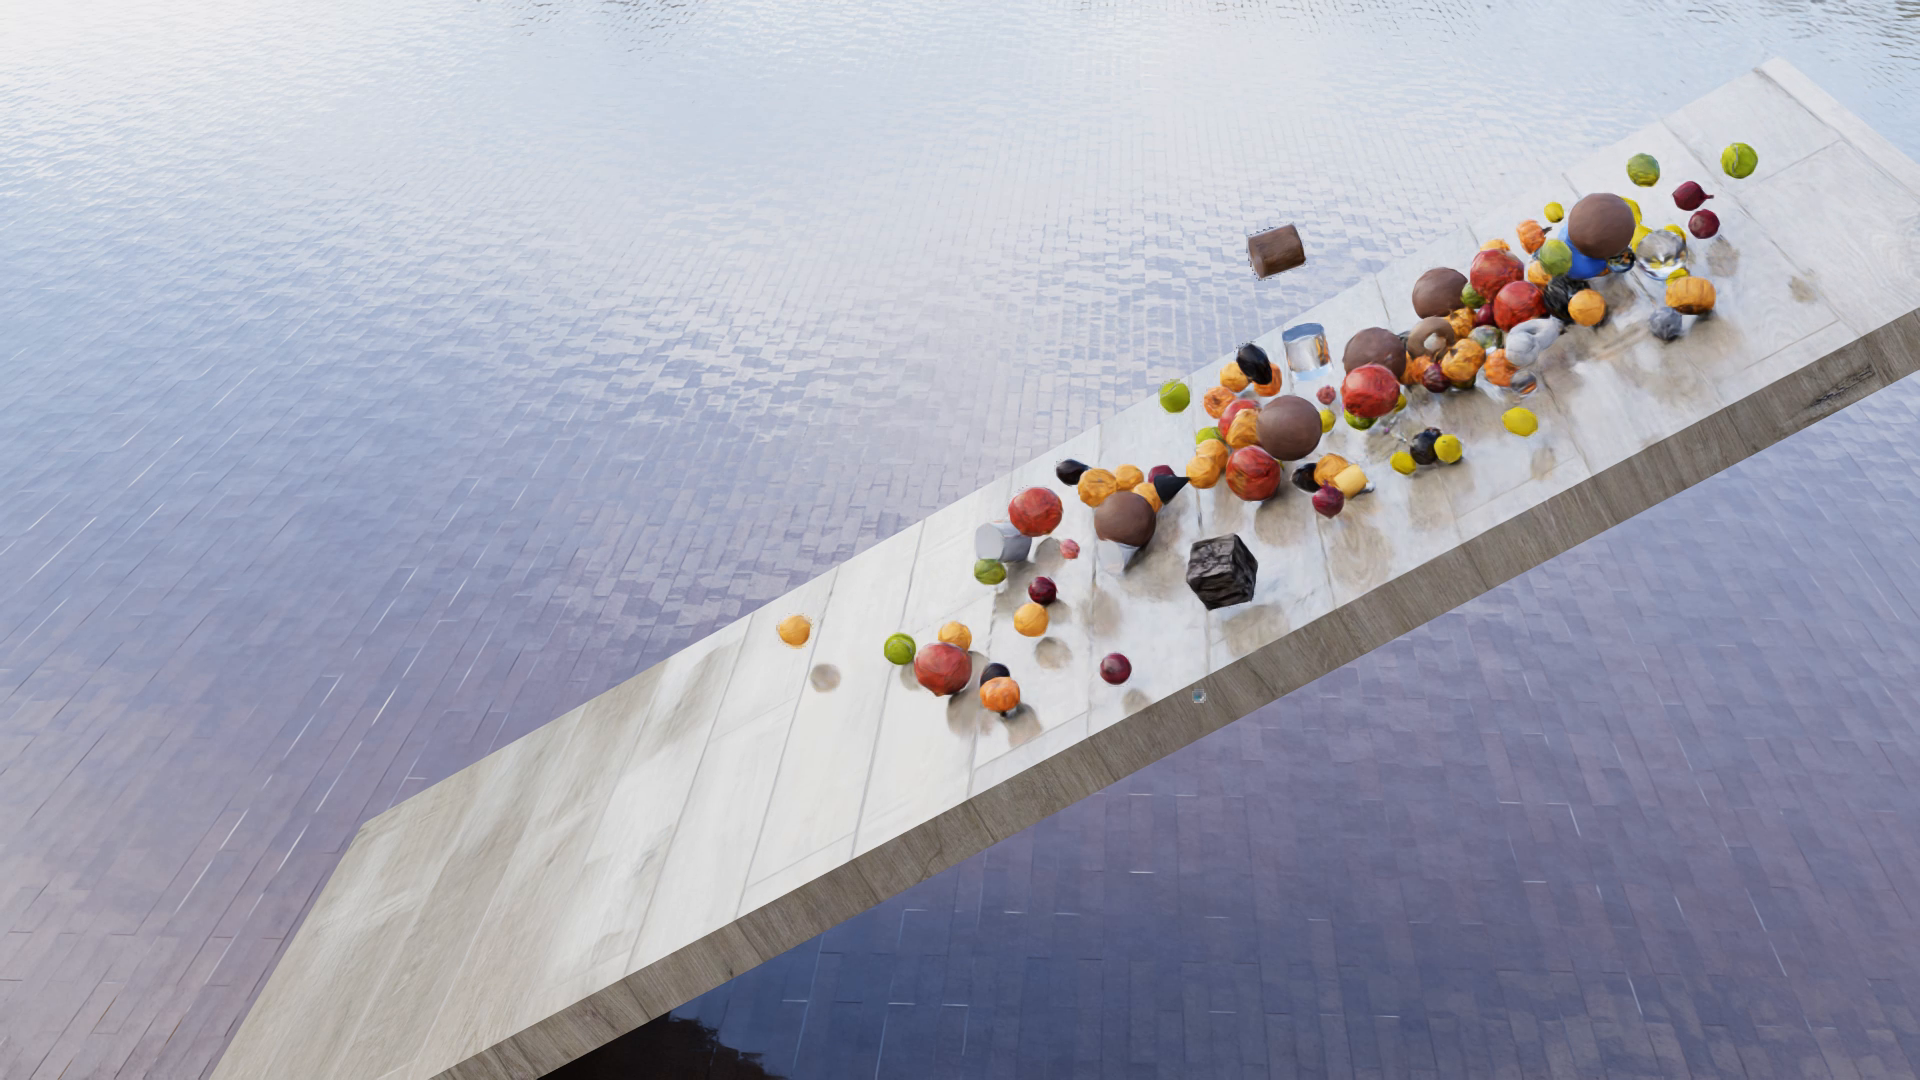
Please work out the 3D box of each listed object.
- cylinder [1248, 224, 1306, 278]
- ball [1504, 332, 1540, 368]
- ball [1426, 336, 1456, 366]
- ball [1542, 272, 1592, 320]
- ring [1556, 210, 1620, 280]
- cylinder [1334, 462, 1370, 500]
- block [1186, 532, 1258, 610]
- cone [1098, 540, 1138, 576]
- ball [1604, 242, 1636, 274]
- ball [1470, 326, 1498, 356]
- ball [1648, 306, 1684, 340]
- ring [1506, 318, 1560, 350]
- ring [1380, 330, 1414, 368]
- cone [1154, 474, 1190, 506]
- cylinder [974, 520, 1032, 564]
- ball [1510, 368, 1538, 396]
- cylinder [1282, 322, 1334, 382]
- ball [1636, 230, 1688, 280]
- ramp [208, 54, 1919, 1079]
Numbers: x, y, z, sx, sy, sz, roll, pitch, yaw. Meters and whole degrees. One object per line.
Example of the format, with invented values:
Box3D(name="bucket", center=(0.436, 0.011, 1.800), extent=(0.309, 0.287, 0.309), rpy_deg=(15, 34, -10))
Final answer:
Box3D(name="cylinder", center=(0.632, -0.578, 5.877), extent=(0.088, 0.088, 0.088), rpy_deg=(-19, 21, -6))
Box3D(name="ball", center=(1.074, -0.362, 5.613), extent=(0.067, 0.067, 0.067), rpy_deg=(0, 19, 0))
Box3D(name="ball", center=(0.987, -0.400, 6.090), extent=(0.081, 0.081, 0.081), rpy_deg=(0, 19, 0))
Box3D(name="ball", center=(1.215, -0.487, 5.883), extent=(0.096, 0.096, 0.096), rpy_deg=(0, 19, 0))
Box3D(name="ring", center=(1.242, -0.585, 5.826), extent=(0.145, 0.145, 0.048), rpy_deg=(-10, 28, -26))
Box3D(name="cylinder", center=(0.755, -0.114, 5.660), extent=(0.052, 0.052, 0.052), rpy_deg=(-35, 18, 8))
Box3D(name="block", center=(0.487, 0.059, 5.461), extent=(0.092, 0.092, 0.092), rpy_deg=(-14, 45, 30))
Box3D(name="cone", center=(0.339, 0.026, 6.030), extent=(0.078, 0.078, 0.078), rpy_deg=(-19, 26, -35))
Box3D(name="ball", center=(1.302, -0.557, 5.802), extent=(0.060, 0.060, 0.060), rpy_deg=(0, 19, 0))
Box3D(name="ball", center=(1.046, -0.397, 5.866), extent=(0.056, 0.056, 0.056), rpy_deg=(0, 19, 0))
Box3D(name="ball", center=(1.314, -0.403, 5.474), extent=(0.063, 0.063, 0.063), rpy_deg=(0, 19, 0))
Box3D(name="ring", center=(1.114, -0.397, 5.720), extent=(0.103, 0.034, 0.103), rpy_deg=(-16, 27, 8))
Box3D(name="ring", center=(0.951, -0.409, 6.270), extent=(0.123, 0.041, 0.123), rpy_deg=(-29, 16, 9))
Box3D(name="cone", center=(0.447, -0.117, 6.091), extent=(0.071, 0.071, 0.071), rpy_deg=(-22, 12, 19))
Box3D(name="cylinder", center=(0.093, 0.005, 6.461), extent=(0.090, 0.090, 0.090), rpy_deg=(18, 17, 42))
Box3D(name="ball", center=(1.080, -0.302, 5.631), extent=(0.053, 0.053, 0.053), rpy_deg=(0, 19, 0))
Box3D(name="cylinder", center=(0.742, -0.401, 6.280), extent=(0.093, 0.093, 0.093), rpy_deg=(-15, 25, 7))
Box3D(name="ball", center=(1.372, -0.557, 5.749), extent=(0.100, 0.100, 0.100), rpy_deg=(0, 19, 0))
Box3D(name="ramp", center=(0.142, 0.168, 6.285), extent=(4.000, 0.100, 2.000), rpy_deg=(-28, 15, 12))
